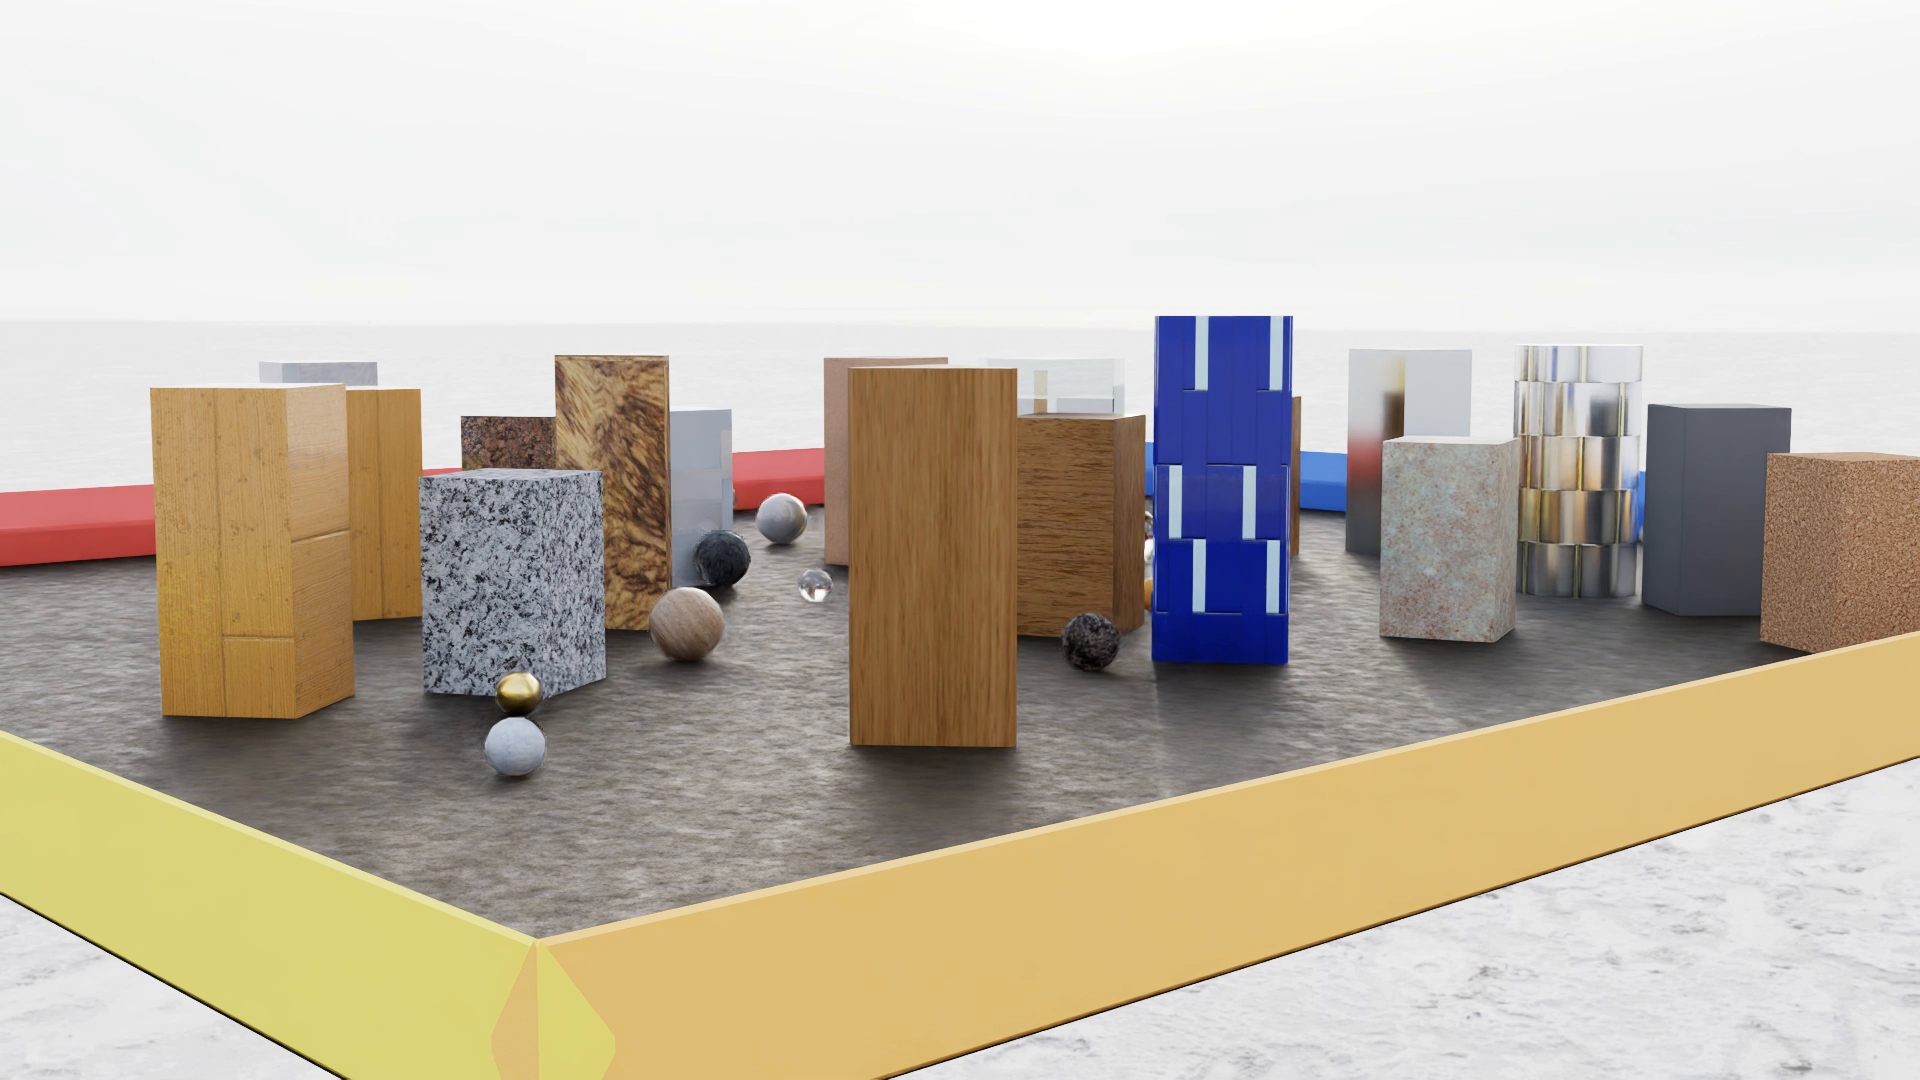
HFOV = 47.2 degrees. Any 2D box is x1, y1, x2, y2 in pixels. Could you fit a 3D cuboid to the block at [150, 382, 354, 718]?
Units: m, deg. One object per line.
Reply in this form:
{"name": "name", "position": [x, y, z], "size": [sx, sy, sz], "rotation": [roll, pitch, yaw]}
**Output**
{"name": "block", "position": [-0.791, 0.007, 2.471], "size": [0.156, 0.360, 0.156], "rotation": [1, 6, 8]}

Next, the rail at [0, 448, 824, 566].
{"name": "rail", "position": [-0.999, -0.080, 4.408], "size": [3.341, 0.126, 0.045], "rotation": [-5, 8, -42]}

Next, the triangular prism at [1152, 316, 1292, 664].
{"name": "triangular prism", "position": [0.338, -0.070, 2.837], "size": [0.169, 0.437, 0.146], "rotation": [1, 6, 7]}

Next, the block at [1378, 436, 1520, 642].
{"name": "block", "position": [0.677, -0.005, 3.037], "size": [0.156, 0.266, 0.156], "rotation": [3, 7, 24]}

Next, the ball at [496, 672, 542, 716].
{"name": "ball", "position": [-0.485, 0.169, 2.417], "size": [0.049, 0.049, 0.049], "rotation": [0, 6, 0]}

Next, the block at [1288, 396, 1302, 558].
{"name": "block", "position": [0.519, -0.114, 3.972], "size": [0.156, 0.288, 0.156], "rotation": [2, 6, 23]}

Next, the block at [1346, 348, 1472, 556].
{"name": "block", "position": [0.819, -0.162, 4.018], "size": [0.156, 0.373, 0.156], "rotation": [-3, 7, -29]}

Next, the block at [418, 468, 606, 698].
{"name": "block", "position": [-0.528, 0.047, 2.607], "size": [0.156, 0.251, 0.156], "rotation": [2, 6, 18]}

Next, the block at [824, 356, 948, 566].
{"name": "block", "position": [-0.129, -0.140, 3.868], "size": [0.156, 0.361, 0.156], "rotation": [4, 7, 35]}

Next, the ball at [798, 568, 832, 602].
{"name": "ball", "position": [-0.221, 0.069, 3.354], "size": [0.052, 0.052, 0.052], "rotation": [0, 6, 0]}

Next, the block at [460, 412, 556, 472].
{"name": "block", "position": [-0.715, -0.071, 3.627], "size": [0.156, 0.274, 0.156], "rotation": [1, 6, 11]}

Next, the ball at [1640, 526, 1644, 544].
{"name": "ball", "position": [1.301, -0.010, 4.136], "size": [0.045, 0.045, 0.045], "rotation": [0, 6, 0]}

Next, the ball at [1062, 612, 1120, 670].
{"name": "ball", "position": [0.161, 0.125, 2.720], "size": [0.072, 0.072, 0.072], "rotation": [0, 6, 0]}

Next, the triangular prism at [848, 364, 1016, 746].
{"name": "triangular prism", "position": [-0.022, 0.011, 2.308], "size": [0.169, 0.386, 0.146], "rotation": [0, 6, 4]}

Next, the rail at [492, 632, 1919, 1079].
{"name": "rail", "position": [0.999, 0.146, 2.255], "size": [3.341, 0.126, 0.045], "rotation": [-5, 8, -42]}

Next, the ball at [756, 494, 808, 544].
{"name": "ball", "position": [-0.338, -0.040, 4.182], "size": [0.096, 0.096, 0.096], "rotation": [0, 6, 0]}

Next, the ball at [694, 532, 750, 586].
{"name": "ball", "position": [-0.381, 0.030, 3.526], "size": [0.089, 0.089, 0.089], "rotation": [0, 6, 0]}

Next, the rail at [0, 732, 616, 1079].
{"name": "rail", "position": [-1.210, 0.149, 2.221], "size": [0.045, 0.126, 2.993], "rotation": [-5, 8, -42]}

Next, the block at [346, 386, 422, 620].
{"name": "block", "position": [-0.884, -0.057, 3.221], "size": [0.156, 0.331, 0.156], "rotation": [-3, 7, -29]}

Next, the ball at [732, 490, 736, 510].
{"name": "ball", "position": [-0.520, -0.089, 4.787], "size": [0.067, 0.067, 0.067], "rotation": [0, 6, 0]}

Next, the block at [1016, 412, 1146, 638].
{"name": "block", "position": [0.161, -0.024, 3.058], "size": [0.156, 0.298, 0.156], "rotation": [2, 6, 20]}

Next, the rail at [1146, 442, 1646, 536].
{"name": "rail", "position": [1.210, -0.083, 4.443], "size": [0.045, 0.126, 2.993], "rotation": [-5, 8, -42]}

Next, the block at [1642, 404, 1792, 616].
{"name": "block", "position": [1.123, -0.049, 3.273], "size": [0.156, 0.303, 0.156], "rotation": [0, 6, -3]}

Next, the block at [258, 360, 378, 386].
{"name": "block", "position": [-1.072, -0.120, 3.690], "size": [0.156, 0.358, 0.156], "rotation": [-4, 7, -31]}

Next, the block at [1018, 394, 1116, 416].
{"name": "block", "position": [0.219, -0.161, 4.509], "size": [0.156, 0.270, 0.156], "rotation": [3, 7, 24]}

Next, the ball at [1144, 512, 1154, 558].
{"name": "ball", "position": [0.303, -0.011, 3.901], "size": [0.097, 0.097, 0.097], "rotation": [0, 6, 0]}

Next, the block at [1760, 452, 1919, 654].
{"name": "block", "position": [1.176, 0.016, 2.901], "size": [0.156, 0.253, 0.156], "rotation": [-2, 6, -15]}

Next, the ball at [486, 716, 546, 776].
{"name": "ball", "position": [-0.426, 0.198, 2.106], "size": [0.056, 0.056, 0.056], "rotation": [0, 6, 0]}

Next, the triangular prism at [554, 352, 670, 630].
{"name": "triangular prism", "position": [-0.466, -0.073, 3.131], "size": [0.169, 0.382, 0.146], "rotation": [2, 6, 14]}

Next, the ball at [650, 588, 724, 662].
{"name": "ball", "position": [-0.346, 0.107, 2.789], "size": [0.094, 0.094, 0.094], "rotation": [0, 6, 0]}

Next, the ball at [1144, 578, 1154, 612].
{"name": "ball", "position": [0.287, 0.082, 3.238], "size": [0.051, 0.051, 0.051], "rotation": [0, 6, 0]}

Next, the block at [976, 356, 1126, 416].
{"name": "block", "position": [0.135, -0.085, 3.289], "size": [0.156, 0.373, 0.156], "rotation": [-5, 8, -40]}

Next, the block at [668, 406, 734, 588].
{"name": "block", "position": [-0.480, -0.073, 3.593], "size": [0.156, 0.284, 0.156], "rotation": [-5, 8, -39]}

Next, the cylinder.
{"name": "cylinder", "position": [0.974, -0.114, 3.481], "size": [0.195, 0.389, 0.195], "rotation": [0, 6, 0]}
